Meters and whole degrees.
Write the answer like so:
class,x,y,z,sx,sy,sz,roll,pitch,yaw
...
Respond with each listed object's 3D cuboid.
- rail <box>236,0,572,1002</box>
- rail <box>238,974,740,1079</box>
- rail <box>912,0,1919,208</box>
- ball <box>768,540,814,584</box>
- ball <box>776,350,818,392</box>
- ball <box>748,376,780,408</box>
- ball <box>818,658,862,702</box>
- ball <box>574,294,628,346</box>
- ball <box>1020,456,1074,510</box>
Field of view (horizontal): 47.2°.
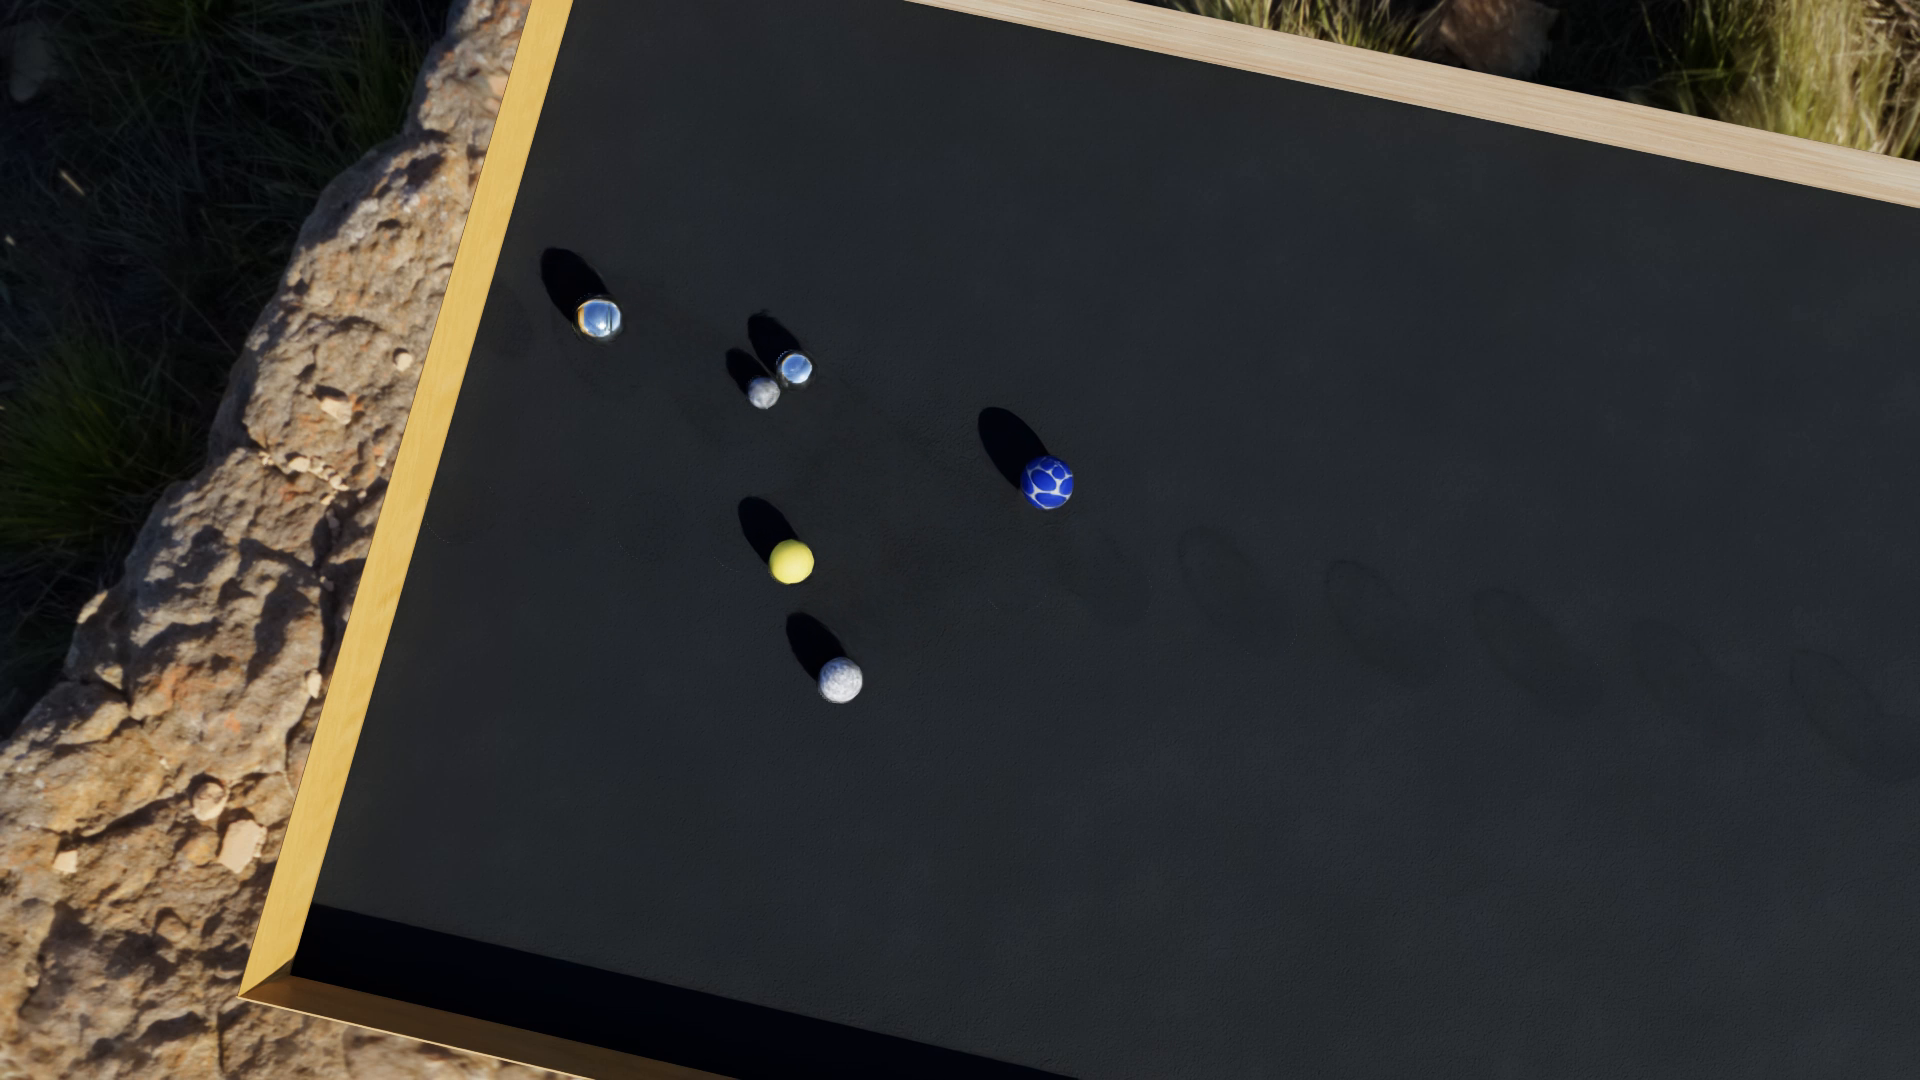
class,x,y,z,sx,sy,sz,roll,pitch,yaw
rail,-0.799,-0.180,3.345,0.045,0.119,1.775,12,77,3
rail,0.633,0.992,3.060,3.369,0.119,0.045,12,77,3
rail,1.011,-0.647,3.459,3.369,0.119,0.045,12,77,3
ball,-0.255,0.032,3.321,0.068,0.068,0.068,0,76,0
ball,-0.251,-0.261,3.395,0.064,0.064,0.064,0,76,0
ball,-0.303,-0.227,3.394,0.050,0.050,0.050,0,76,0
ball,-0.178,0.208,3.279,0.067,0.067,0.067,0,76,0
ball,-0.557,-0.340,3.405,0.082,0.082,0.082,0,76,0
ball,0.132,-0.087,3.343,0.082,0.082,0.082,0,76,0
